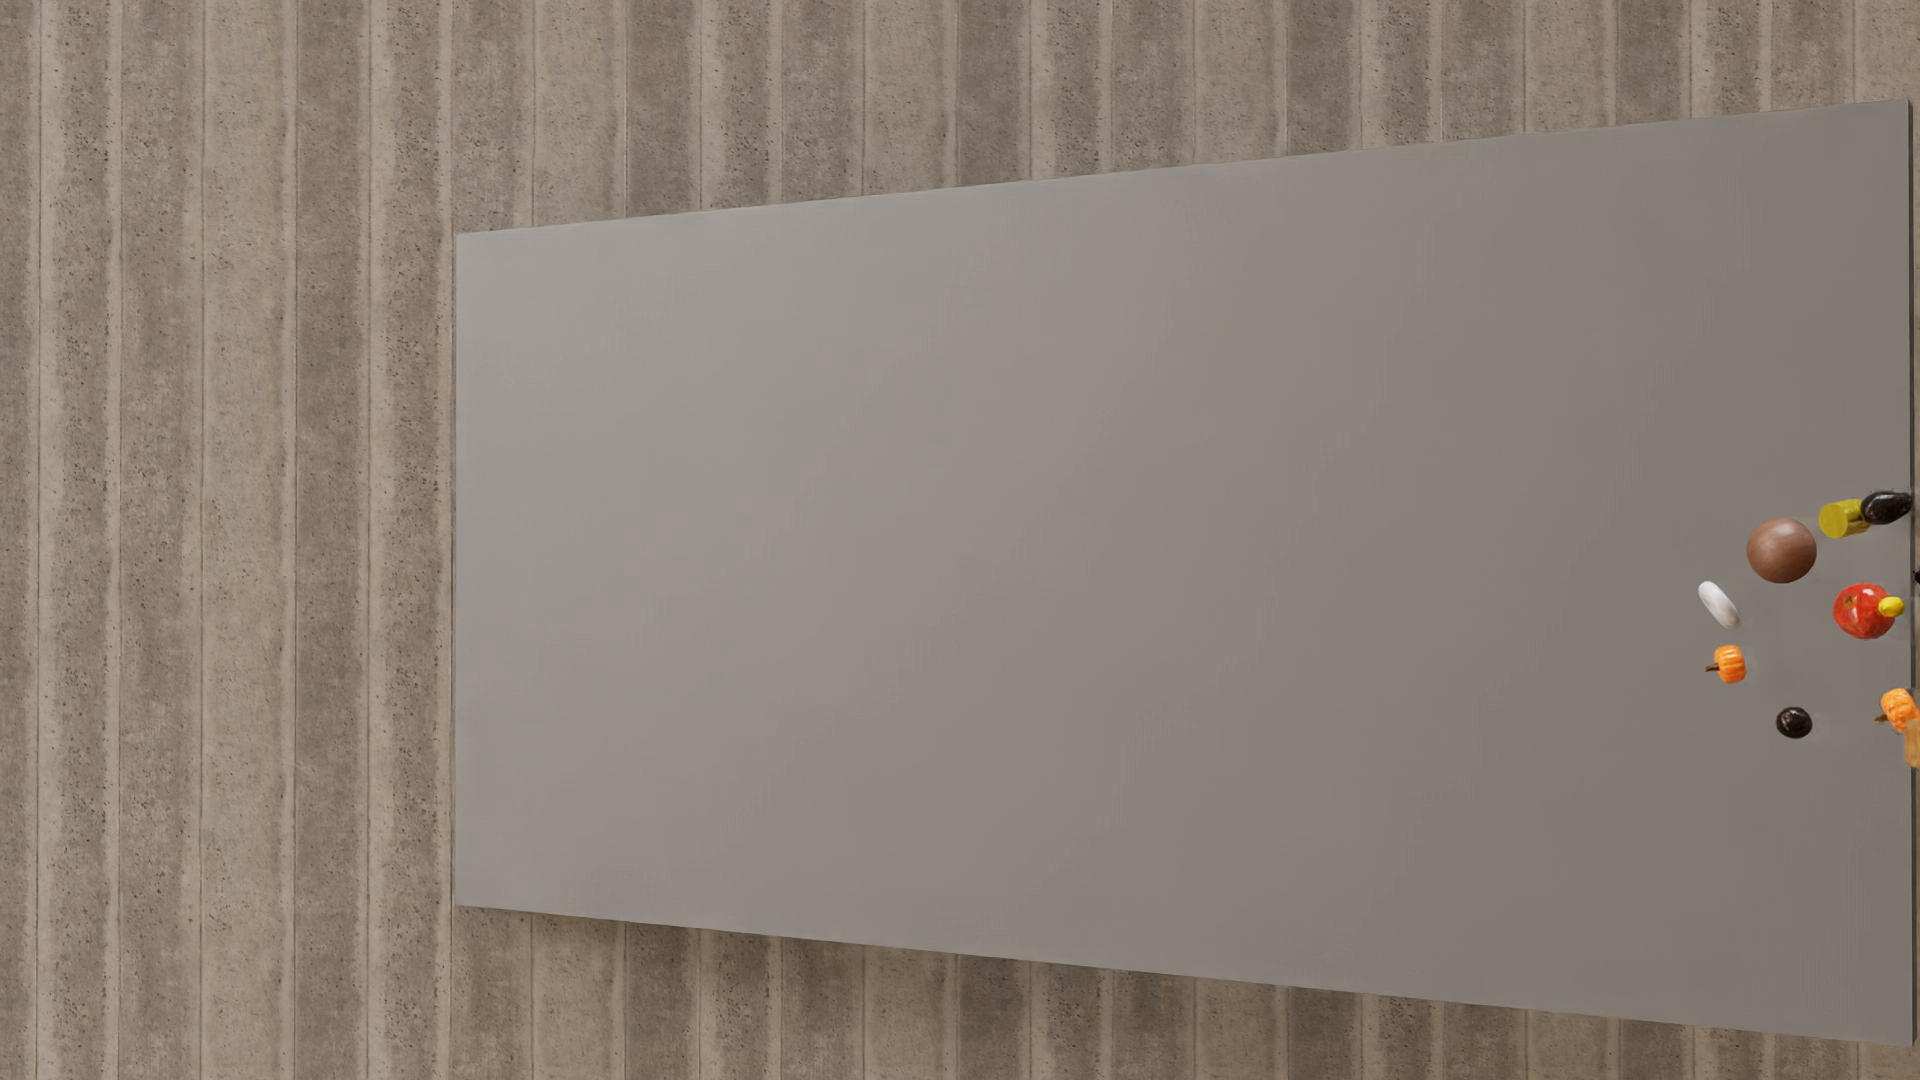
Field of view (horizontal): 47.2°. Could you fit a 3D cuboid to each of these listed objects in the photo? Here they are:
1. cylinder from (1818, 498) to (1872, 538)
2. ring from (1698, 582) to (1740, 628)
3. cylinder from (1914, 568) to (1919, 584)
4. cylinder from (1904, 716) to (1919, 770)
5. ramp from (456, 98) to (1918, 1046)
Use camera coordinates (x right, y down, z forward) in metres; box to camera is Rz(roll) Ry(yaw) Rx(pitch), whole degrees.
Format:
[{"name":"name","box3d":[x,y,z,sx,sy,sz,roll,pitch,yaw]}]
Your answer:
[{"name":"cylinder","box3d":[1.593,-0.039,3.959,0.064,0.064,0.064,-10,89,-28]},{"name":"ring","box3d":[1.526,0.131,4.419,0.036,0.109,0.109,-38,90,10]},{"name":"cylinder","box3d":[1.776,0.057,4.003,0.053,0.053,0.053,40,74,0]},{"name":"cylinder","box3d":[1.682,0.353,3.827,0.069,0.069,0.069,-17,117,0]},{"name":"ramp","box3d":[0.274,0.076,5.642,4.000,0.100,2.000,0,89,29]}]
